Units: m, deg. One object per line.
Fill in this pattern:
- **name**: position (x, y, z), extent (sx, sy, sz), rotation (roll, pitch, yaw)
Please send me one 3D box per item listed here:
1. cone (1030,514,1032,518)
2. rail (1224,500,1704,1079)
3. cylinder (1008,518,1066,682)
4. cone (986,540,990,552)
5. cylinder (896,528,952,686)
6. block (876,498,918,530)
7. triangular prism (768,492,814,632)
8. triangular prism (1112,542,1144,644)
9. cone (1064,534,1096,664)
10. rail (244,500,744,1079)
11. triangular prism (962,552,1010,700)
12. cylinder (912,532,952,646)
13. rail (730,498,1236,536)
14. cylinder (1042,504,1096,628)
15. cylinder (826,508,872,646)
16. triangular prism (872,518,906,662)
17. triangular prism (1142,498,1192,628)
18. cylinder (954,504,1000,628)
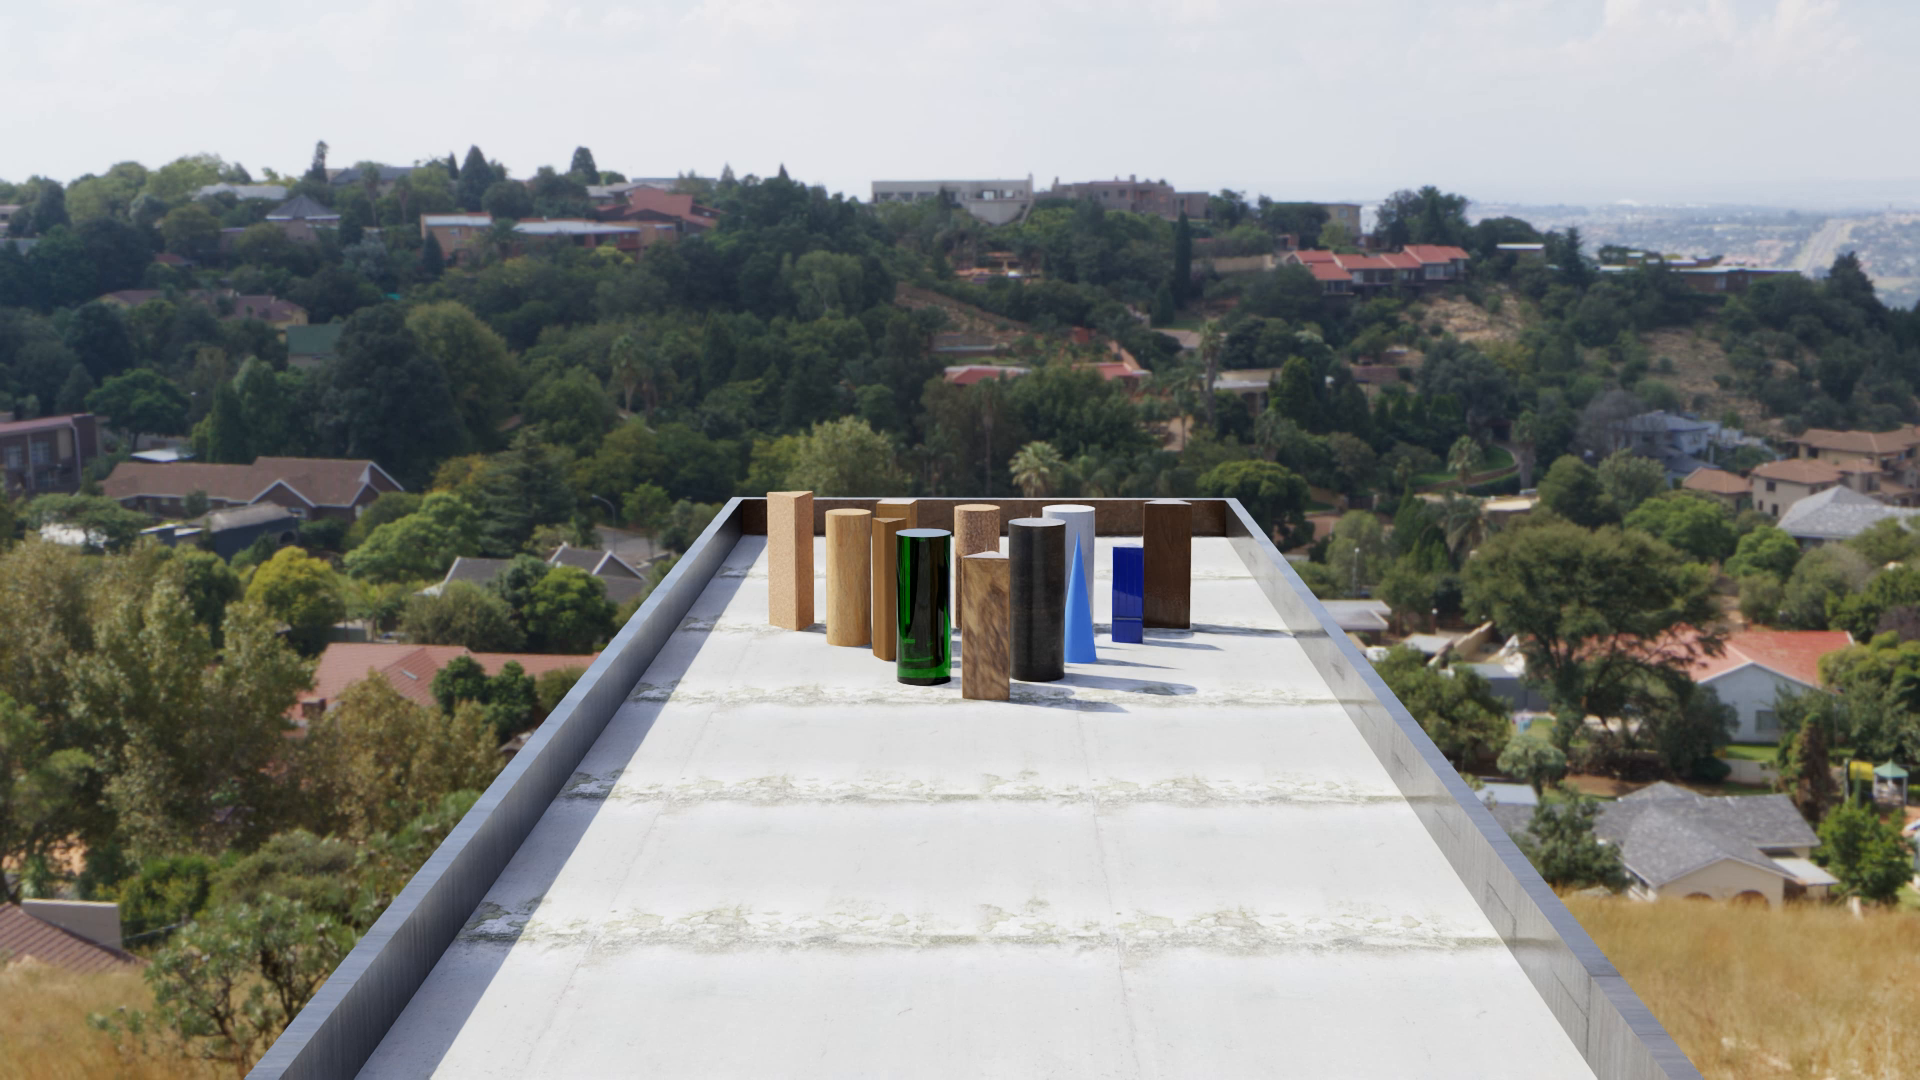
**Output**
- **cone**: position (0.224, 0.117, 6.954), extent (0.110, 0.412, 0.110), rotation (0, 9, 0)
- **rail**: position (1.046, 0.843, 3.208), extent (0.050, 0.150, 12.000), rotation (0, 9, 1)
- **cylinder**: position (0.225, 0.174, 6.444), extent (0.167, 0.459, 0.167), rotation (0, 9, 0)
- **cone**: position (0.082, 0.182, 6.684), extent (0.129, 0.369, 0.129), rotation (0, 9, 0)
- **cylinder**: position (-0.106, 0.194, 6.395), extent (0.160, 0.435, 0.160), rotation (0, 9, 0)
- **block**: position (-0.206, 0.079, 7.186), extent (0.111, 0.415, 0.111), rotation (2, 9, 10)
- **triangular prism**: position (-0.531, 0.064, 7.205), extent (0.128, 0.439, 0.148), rotation (-8, 12, -42)
- **triangular prism**: position (0.536, 0.167, 6.975), extent (0.096, 0.307, 0.084), rotation (2, 9, 11)
- **cone**: position (0.357, 0.166, 6.680), extent (0.121, 0.401, 0.121), rotation (0, 9, 0)
- **rail**: position (-1.004, 0.839, 3.234), extent (0.050, 0.150, 12.000), rotation (0, 9, 1)
- **triangular prism**: position (0.082, 0.240, 6.206), extent (0.133, 0.404, 0.115), rotation (2, 9, 10)
- **cylinder**: position (-0.089, 0.156, 6.933), extent (0.122, 0.342, 0.122), rotation (0, 9, 0)
- **rail**: position (0.099, -0.098, 9.147), extent (2.100, 0.150, 0.050), rotation (0, 9, 1)
- **cylinder**: position (0.355, 0.089, 7.205), extent (0.172, 0.389, 0.172), rotation (0, 9, 0)
- **cylinder**: position (-0.351, 0.118, 6.935), extent (0.143, 0.417, 0.143), rotation (0, 9, 0)
- **triangular prism**: position (-0.231, 0.148, 6.715), extent (0.090, 0.427, 0.104), rotation (6, 11, 35)
- **triangular prism**: position (0.682, 0.075, 7.222), extent (0.154, 0.411, 0.133), rotation (1, 9, 8)
- **cylinder**: position (0.056, 0.088, 7.199), extent (0.147, 0.393, 0.147), rotation (0, 9, 0)
